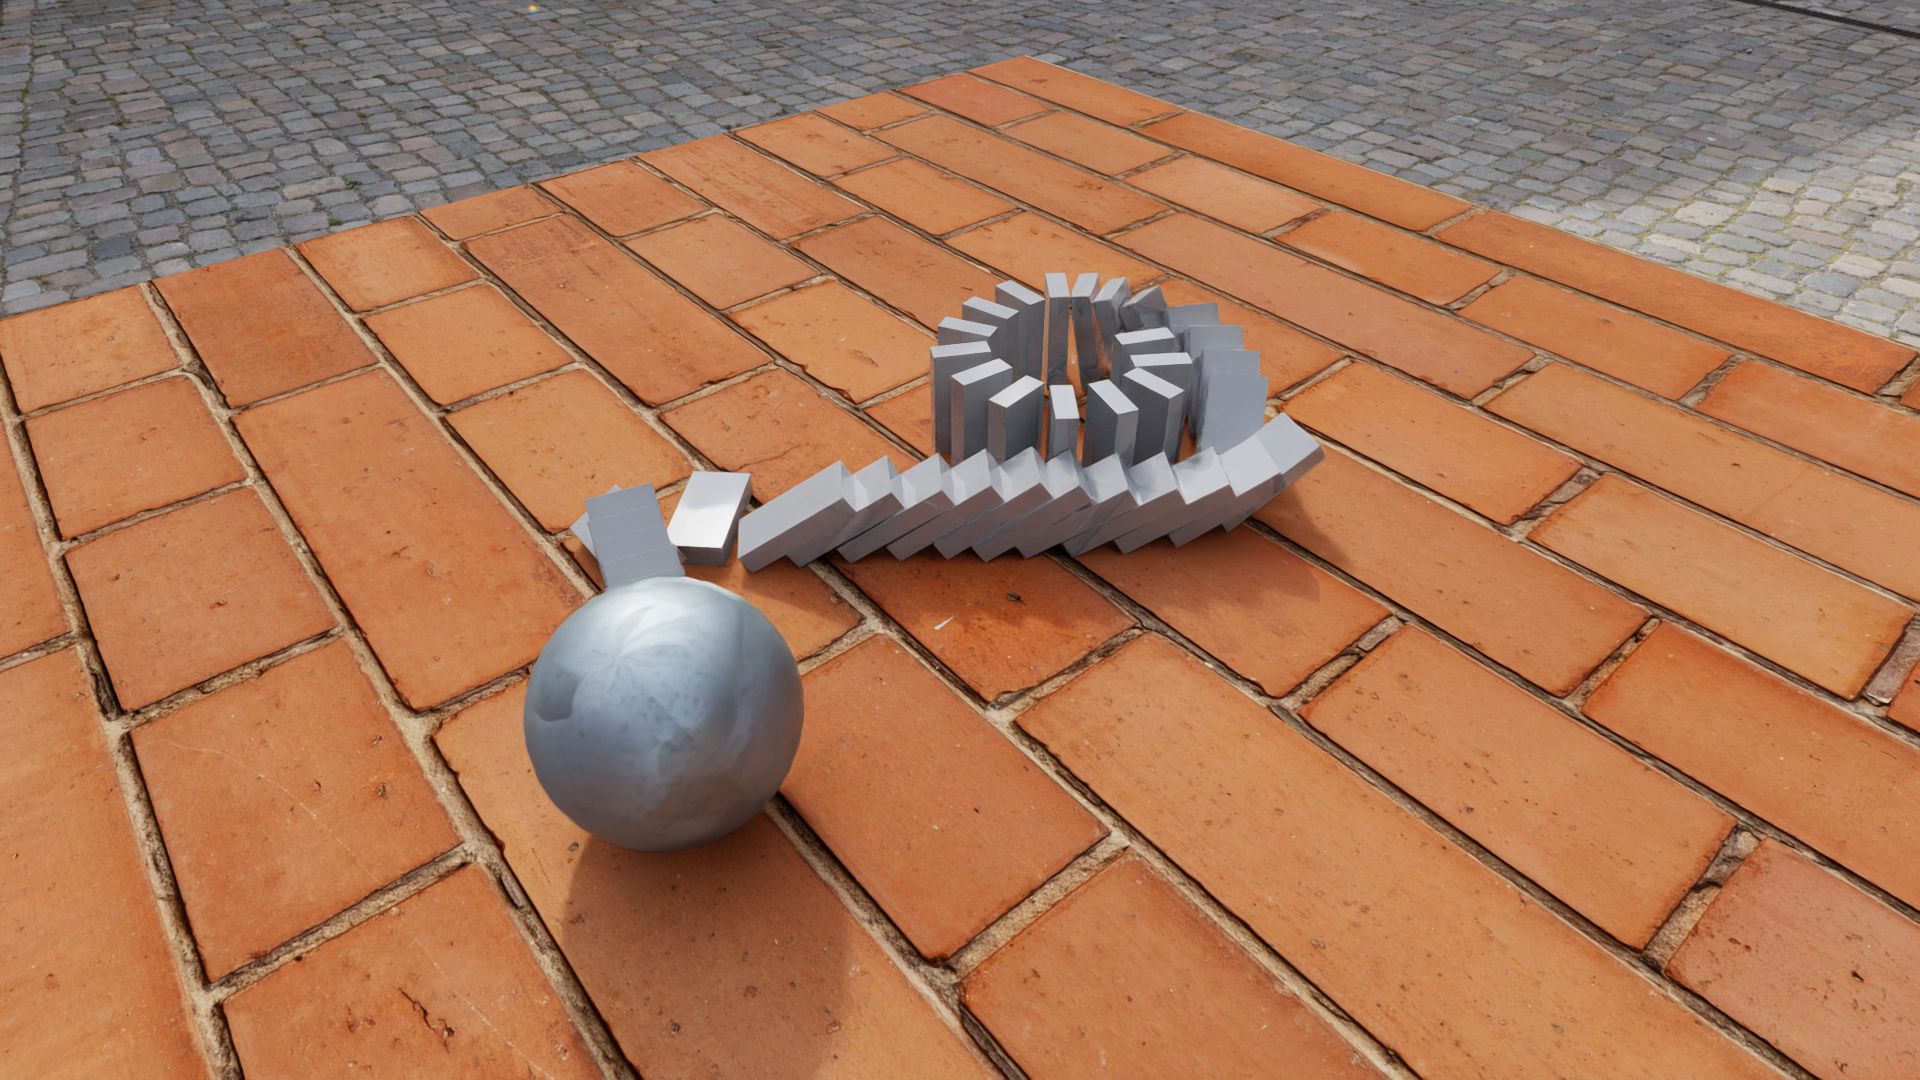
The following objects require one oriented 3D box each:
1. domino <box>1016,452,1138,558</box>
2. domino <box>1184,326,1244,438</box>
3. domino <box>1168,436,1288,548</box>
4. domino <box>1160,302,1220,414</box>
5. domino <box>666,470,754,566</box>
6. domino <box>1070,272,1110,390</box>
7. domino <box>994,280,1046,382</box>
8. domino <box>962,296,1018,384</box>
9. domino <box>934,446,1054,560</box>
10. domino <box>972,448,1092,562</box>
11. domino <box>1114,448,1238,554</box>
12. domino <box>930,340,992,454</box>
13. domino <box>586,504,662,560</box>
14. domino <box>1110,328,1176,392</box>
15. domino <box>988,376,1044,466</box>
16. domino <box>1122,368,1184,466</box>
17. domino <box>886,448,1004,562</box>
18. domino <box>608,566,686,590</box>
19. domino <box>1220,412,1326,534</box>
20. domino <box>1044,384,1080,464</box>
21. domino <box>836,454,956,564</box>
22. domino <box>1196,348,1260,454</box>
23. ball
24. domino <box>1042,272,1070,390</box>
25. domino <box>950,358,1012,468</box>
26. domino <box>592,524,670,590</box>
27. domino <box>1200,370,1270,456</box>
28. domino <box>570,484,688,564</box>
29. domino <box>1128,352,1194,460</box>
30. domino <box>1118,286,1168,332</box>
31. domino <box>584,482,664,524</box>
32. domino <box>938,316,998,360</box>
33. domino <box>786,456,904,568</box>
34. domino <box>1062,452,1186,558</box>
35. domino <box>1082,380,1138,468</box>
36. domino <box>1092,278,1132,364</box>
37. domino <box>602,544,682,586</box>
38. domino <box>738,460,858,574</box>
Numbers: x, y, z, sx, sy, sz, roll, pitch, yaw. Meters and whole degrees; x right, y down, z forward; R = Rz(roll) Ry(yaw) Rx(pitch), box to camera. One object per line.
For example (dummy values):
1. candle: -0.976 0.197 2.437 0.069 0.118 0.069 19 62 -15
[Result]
1. domino: 0.045 -0.014 0.441 0.050 0.010 0.025 -26 37 16
2. domino: 0.118 -0.073 0.507 0.025 0.009 0.050 -1 84 -1
3. domino: 0.104 -0.020 0.448 0.050 0.009 0.025 -30 42 12
4. domino: 0.112 -0.086 0.520 0.025 0.050 0.010 -8 0 -11
5. domino: -0.104 -0.010 0.455 0.025 0.010 0.050 3 39 4
6. domino: 0.063 -0.101 0.534 0.010 0.050 0.025 1 38 18
7. domino: 0.028 -0.096 0.529 0.010 0.050 0.025 -27 46 -29
8. domino: 0.014 -0.087 0.517 0.025 0.050 0.009 25 45 27
9. domino: 0.012 -0.015 0.438 0.050 0.010 0.025 -30 35 18
10. domino: 0.027 -0.014 0.439 0.050 0.010 0.025 -31 35 18
11. domino: 0.084 -0.016 0.444 0.050 0.009 0.025 -27 38 15
12. domino: 0.000 -0.063 0.488 0.025 0.050 0.009 -8 40 -10
13. domino: -0.115 0.014 0.399 0.025 0.050 0.010 -17 1 -19
14. domino: 0.081 -0.070 0.497 0.025 0.050 0.009 -10 40 -12
15. domino: 0.023 -0.041 0.462 0.009 0.050 0.025 28 47 30
16. domino: 0.079 -0.045 0.467 0.009 0.050 0.025 -30 48 -31
17. domino: -0.007 -0.014 0.439 0.050 0.009 0.025 -30 36 18
18. domino: -0.099 0.036 0.372 0.025 0.050 0.009 -17 1 -19
19. domino: 0.123 -0.028 0.457 0.050 0.010 0.025 -38 49 5
20. domino: 0.042 -0.036 0.456 0.010 0.050 0.025 -1 39 -1
21. domino: -0.026 -0.013 0.439 0.050 0.009 0.025 -28 36 17
22. domino: 0.120 -0.060 0.493 0.025 0.009 0.050 4 80 5
23. ball: -0.086 0.051 0.326 0.080 0.080 0.080 0 39 0
24. domino: 0.047 -0.101 0.535 0.009 0.050 0.025 -2 39 0
25. domino: 0.009 -0.051 0.473 0.025 0.050 0.010 -24 45 -26
26. domino: -0.110 0.022 0.390 0.025 0.050 0.010 -16 0 -19
27. domino: 0.118 -0.047 0.479 0.025 0.010 0.050 8 77 10
28. domino: -0.131 0.001 0.434 0.025 0.010 0.050 -45 53 -8
29. domino: 0.085 -0.057 0.481 0.025 0.050 0.010 -4 39 -5
30. domino: 0.095 -0.093 0.527 0.010 0.050 0.025 -8 23 44
31. domino: -0.120 0.006 0.408 0.025 0.050 0.009 -17 1 -18
32. domino: 0.003 -0.075 0.503 0.025 0.050 0.009 15 42 18
33. domino: -0.047 -0.011 0.438 0.050 0.010 0.025 -29 38 14
34. domino: 0.064 -0.014 0.442 0.050 0.010 0.025 -26 37 16
35. domino: 0.062 -0.038 0.458 0.009 0.050 0.025 -15 42 -17
36. domino: 0.079 -0.098 0.531 0.010 0.050 0.025 -2 34 31
37. domino: -0.104 0.029 0.381 0.025 0.050 0.009 -17 1 -19
38. domino: -0.065 -0.009 0.435 0.050 0.010 0.025 -29 38 14
